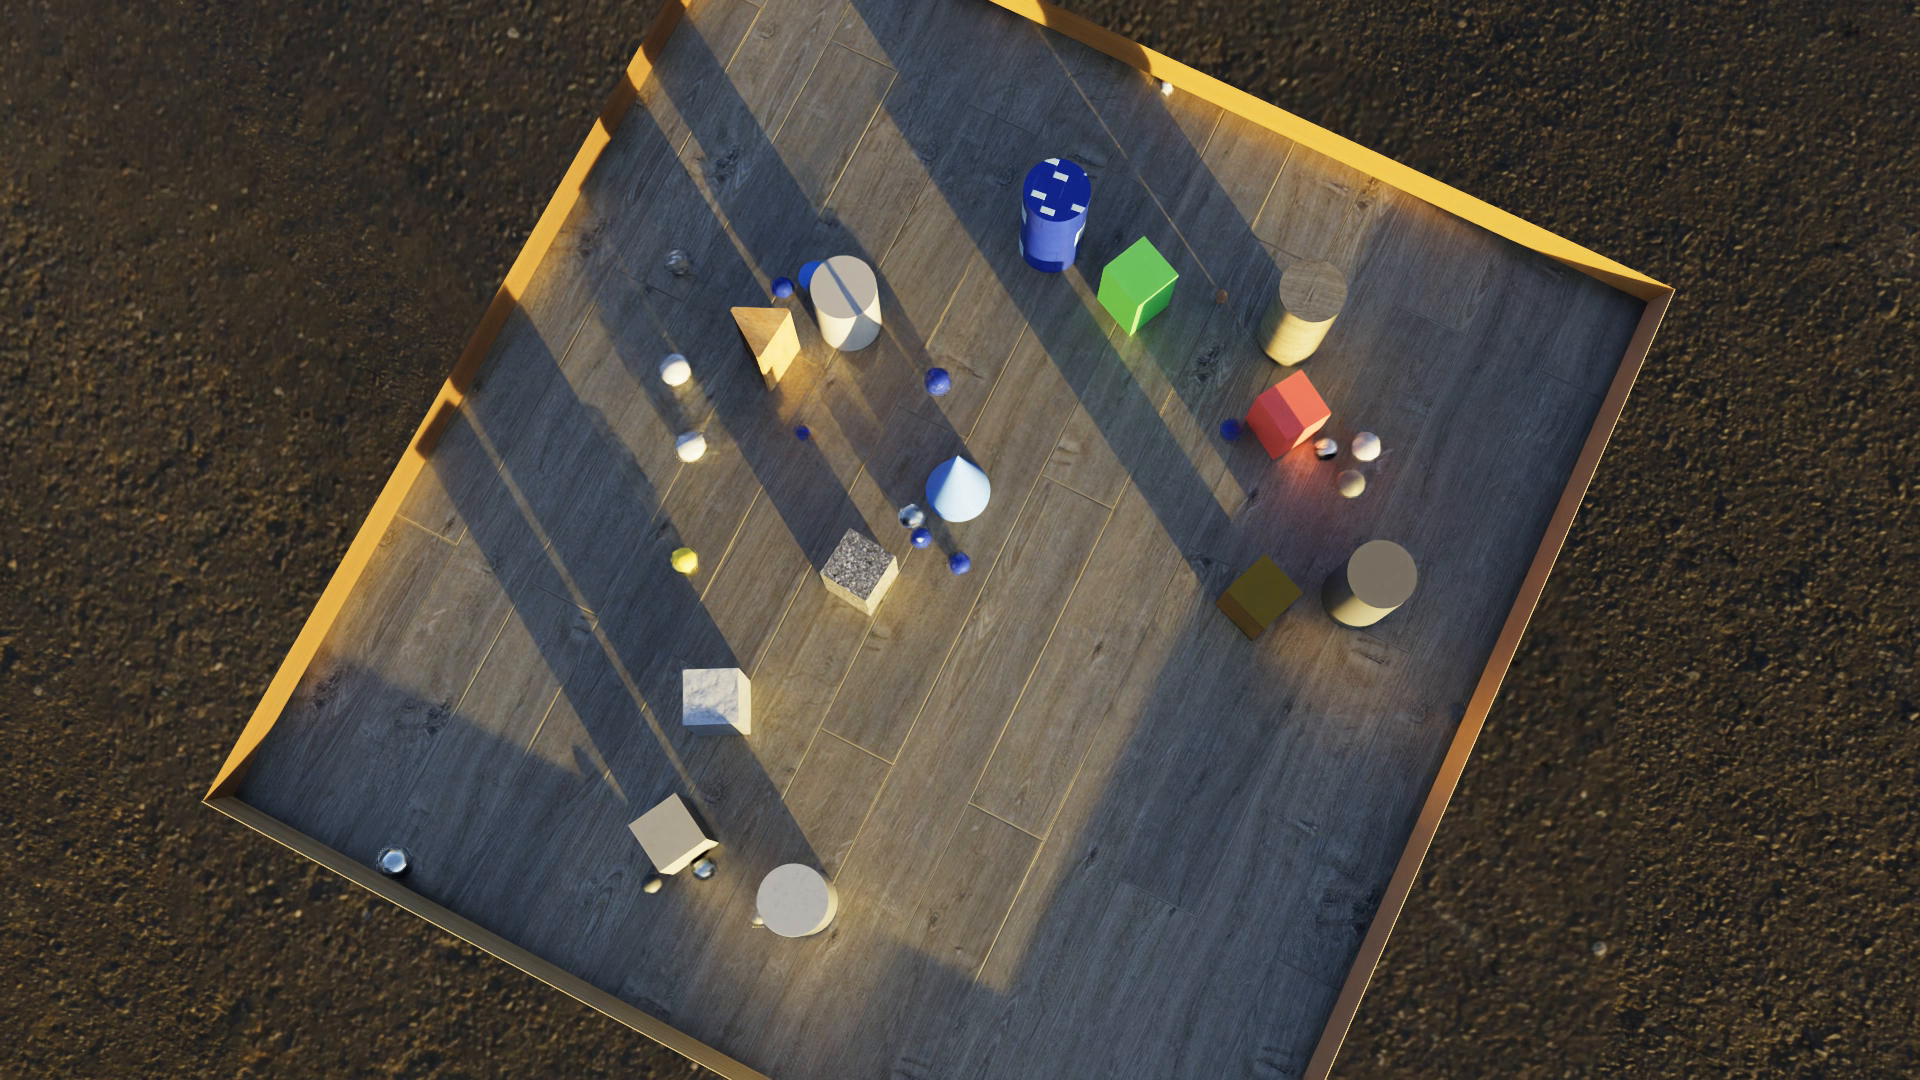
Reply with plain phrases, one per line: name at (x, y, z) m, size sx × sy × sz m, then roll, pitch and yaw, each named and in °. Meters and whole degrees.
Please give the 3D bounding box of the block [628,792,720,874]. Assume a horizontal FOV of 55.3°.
block at (-0.823, 0.851, 5.295) m, size 0.159 × 0.284 × 0.159 m, roll -35°, pitch 80°, yaw -7°

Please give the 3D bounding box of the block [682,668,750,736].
block at (-0.709, 0.476, 5.363) m, size 0.159 × 0.304 × 0.159 m, roll -2°, pitch 78°, yaw 0°

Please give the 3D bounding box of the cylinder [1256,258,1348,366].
cylinder at (1.029, -0.685, 5.544) m, size 0.199 × 0.420 × 0.199 m, roll 0°, pitch 78°, yaw 0°

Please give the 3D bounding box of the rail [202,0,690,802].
rail at (-1.429, -0.693, 5.693) m, size 0.045 × 0.129 × 3.373 m, roll 26°, pitch 80°, yaw 5°

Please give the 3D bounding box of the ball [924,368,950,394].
ball at (-0.070, -0.493, 5.677) m, size 0.082 × 0.082 × 0.082 m, roll 0°, pitch 78°, yaw 0°

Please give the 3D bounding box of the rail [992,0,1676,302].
rail at (0.744, -1.450, 5.850) m, size 3.242 × 0.129 × 0.045 m, roll 26°, pitch 80°, yaw 5°

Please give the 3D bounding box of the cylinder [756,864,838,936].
cylinder at (-0.459, 1.027, 5.216) m, size 0.199 × 0.369 × 0.199 m, roll 0°, pitch 78°, yaw 0°

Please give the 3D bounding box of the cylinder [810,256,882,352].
cylinder at (-0.347, -0.721, 5.605) m, size 0.199 × 0.315 × 0.199 m, roll 0°, pitch 78°, yaw 0°

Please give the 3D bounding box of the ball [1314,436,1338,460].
ball at (1.127, -0.281, 5.637) m, size 0.073 × 0.073 × 0.073 m, roll 0°, pitch 78°, yaw 0°

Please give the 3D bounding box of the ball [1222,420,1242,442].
ball at (0.840, -0.336, 5.653) m, size 0.065 × 0.065 × 0.065 m, roll 0°, pitch 78°, yaw 0°

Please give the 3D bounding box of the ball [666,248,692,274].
ball at (-0.883, -0.874, 5.757) m, size 0.080 × 0.080 × 0.080 m, roll 0°, pitch 78°, yaw 0°

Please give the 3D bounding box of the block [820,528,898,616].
block at (-0.298, 0.097, 5.462) m, size 0.159 × 0.264 × 0.159 m, roll 32°, pitch 80°, yaw 6°

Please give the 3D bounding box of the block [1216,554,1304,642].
block at (0.888, 0.174, 5.457) m, size 0.159 × 0.243 × 0.159 m, roll -42°, pitch 81°, yaw -8°

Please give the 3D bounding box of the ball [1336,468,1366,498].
ball at (1.197, -0.175, 5.609) m, size 0.087 × 0.087 × 0.087 m, roll 0°, pitch 78°, yaw 0°

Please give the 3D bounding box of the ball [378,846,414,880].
ball at (-1.653, 0.946, 5.371) m, size 0.097 × 0.097 × 0.097 m, roll 0°, pitch 78°, yaw 0°

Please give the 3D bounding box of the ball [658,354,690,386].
ball at (-0.883, -0.529, 5.676) m, size 0.099 × 0.099 × 0.099 m, roll 0°, pitch 78°, yaw 0°

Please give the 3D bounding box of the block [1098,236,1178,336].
block at (0.543, -0.778, 5.634) m, size 0.159 × 0.282 × 0.159 m, roll -39°, pitch 81°, yaw -7°

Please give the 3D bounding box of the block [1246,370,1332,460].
block at (0.995, -0.378, 5.571) m, size 0.159 × 0.242 × 0.159 m, roll -31°, pitch 80°, yaw -6°

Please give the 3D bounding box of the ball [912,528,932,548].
ball at (-0.116, -0.007, 5.588) m, size 0.059 × 0.059 × 0.059 m, roll 0°, pitch 78°, yaw 0°

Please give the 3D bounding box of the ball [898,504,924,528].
ball at (-0.148, -0.072, 5.592) m, size 0.077 × 0.077 × 0.077 m, roll 0°, pitch 78°, yaw 0°

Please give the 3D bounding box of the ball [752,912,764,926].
ball at (-0.587, 1.109, 5.366) m, size 0.042 × 0.042 × 0.042 m, roll 0°, pitch 78°, yaw 0°

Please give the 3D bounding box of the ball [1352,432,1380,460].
ball at (1.248, -0.287, 5.631) m, size 0.089 × 0.089 × 0.089 m, roll 0°, pitch 78°, yaw 0°

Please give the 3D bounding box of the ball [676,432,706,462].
ball at (-0.827, -0.288, 5.630) m, size 0.091 × 0.091 × 0.091 m, roll 0°, pitch 78°, yaw 0°

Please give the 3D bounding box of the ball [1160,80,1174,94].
ball at (0.665, -1.458, 5.897) m, size 0.042 × 0.042 × 0.042 m, roll 0°, pitch 78°, yaw 0°

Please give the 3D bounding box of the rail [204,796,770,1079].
rail at (-0.744, 1.463, 5.247) m, size 3.242 × 0.129 × 0.045 m, roll 26°, pitch 80°, yaw 5°

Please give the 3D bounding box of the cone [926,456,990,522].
cone at (-0.006, -0.197, 5.436) m, size 0.199 × 0.434 × 0.199 m, roll 0°, pitch 78°, yaw 0°

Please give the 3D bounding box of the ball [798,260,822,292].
ball at (-0.455, -0.824, 5.736) m, size 0.100 × 0.100 × 0.100 m, roll 0°, pitch 78°, yaw 0°

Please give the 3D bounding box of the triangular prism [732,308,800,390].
triangular prism at (-0.610, -0.608, 5.562) m, size 0.149 × 0.354 × 0.172 m, roll 31°, pitch 80°, yaw 6°

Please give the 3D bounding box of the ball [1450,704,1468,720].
ball at (1.495, 0.515, 5.485) m, size 0.049 × 0.049 × 0.049 m, roll 0°, pitch 78°, yaw 0°

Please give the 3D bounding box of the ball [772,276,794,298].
ball at (-0.555, -0.791, 5.746) m, size 0.067 × 0.067 × 0.067 m, roll 0°, pitch 78°, yaw 0°

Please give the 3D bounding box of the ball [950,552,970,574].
ball at (0.000, 0.072, 5.569) m, size 0.065 × 0.065 × 0.065 m, roll 0°, pitch 78°, yaw 0°

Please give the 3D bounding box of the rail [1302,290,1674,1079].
rail at (1.429, 0.706, 5.403) m, size 0.045 × 0.129 × 3.373 m, roll 26°, pitch 80°, yaw 5°

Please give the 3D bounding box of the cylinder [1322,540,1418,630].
cylinder at (1.199, 0.136, 5.392) m, size 0.199 × 0.385 × 0.199 m, roll 0°, pitch 78°, yaw 0°

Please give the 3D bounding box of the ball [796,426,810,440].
ball at (-0.485, -0.331, 5.664) m, size 0.042 × 0.042 × 0.042 m, roll 0°, pitch 78°, yaw 0°

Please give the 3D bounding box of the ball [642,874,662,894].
ball at (-0.904, 1.009, 5.376) m, size 0.061 × 0.061 × 0.061 m, roll 0°, pitch 78°, yaw 0°

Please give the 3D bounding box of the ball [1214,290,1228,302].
ball at (0.818, -0.767, 5.754) m, size 0.041 × 0.041 × 0.041 m, roll 0°, pitch 78°, yaw 0°

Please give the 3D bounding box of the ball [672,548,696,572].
ball at (-0.839, 0.061, 5.565) m, size 0.077 × 0.077 × 0.077 m, roll 0°, pitch 78°, yaw 0°

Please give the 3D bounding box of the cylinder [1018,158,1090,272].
cylinder at (0.286, -0.985, 5.599) m, size 0.199 × 0.434 × 0.199 m, roll 0°, pitch 78°, yaw 0°

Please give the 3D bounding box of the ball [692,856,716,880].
ball at (-0.751, 0.962, 5.381) m, size 0.071 × 0.071 × 0.071 m, roll 0°, pitch 78°, yaw 0°
